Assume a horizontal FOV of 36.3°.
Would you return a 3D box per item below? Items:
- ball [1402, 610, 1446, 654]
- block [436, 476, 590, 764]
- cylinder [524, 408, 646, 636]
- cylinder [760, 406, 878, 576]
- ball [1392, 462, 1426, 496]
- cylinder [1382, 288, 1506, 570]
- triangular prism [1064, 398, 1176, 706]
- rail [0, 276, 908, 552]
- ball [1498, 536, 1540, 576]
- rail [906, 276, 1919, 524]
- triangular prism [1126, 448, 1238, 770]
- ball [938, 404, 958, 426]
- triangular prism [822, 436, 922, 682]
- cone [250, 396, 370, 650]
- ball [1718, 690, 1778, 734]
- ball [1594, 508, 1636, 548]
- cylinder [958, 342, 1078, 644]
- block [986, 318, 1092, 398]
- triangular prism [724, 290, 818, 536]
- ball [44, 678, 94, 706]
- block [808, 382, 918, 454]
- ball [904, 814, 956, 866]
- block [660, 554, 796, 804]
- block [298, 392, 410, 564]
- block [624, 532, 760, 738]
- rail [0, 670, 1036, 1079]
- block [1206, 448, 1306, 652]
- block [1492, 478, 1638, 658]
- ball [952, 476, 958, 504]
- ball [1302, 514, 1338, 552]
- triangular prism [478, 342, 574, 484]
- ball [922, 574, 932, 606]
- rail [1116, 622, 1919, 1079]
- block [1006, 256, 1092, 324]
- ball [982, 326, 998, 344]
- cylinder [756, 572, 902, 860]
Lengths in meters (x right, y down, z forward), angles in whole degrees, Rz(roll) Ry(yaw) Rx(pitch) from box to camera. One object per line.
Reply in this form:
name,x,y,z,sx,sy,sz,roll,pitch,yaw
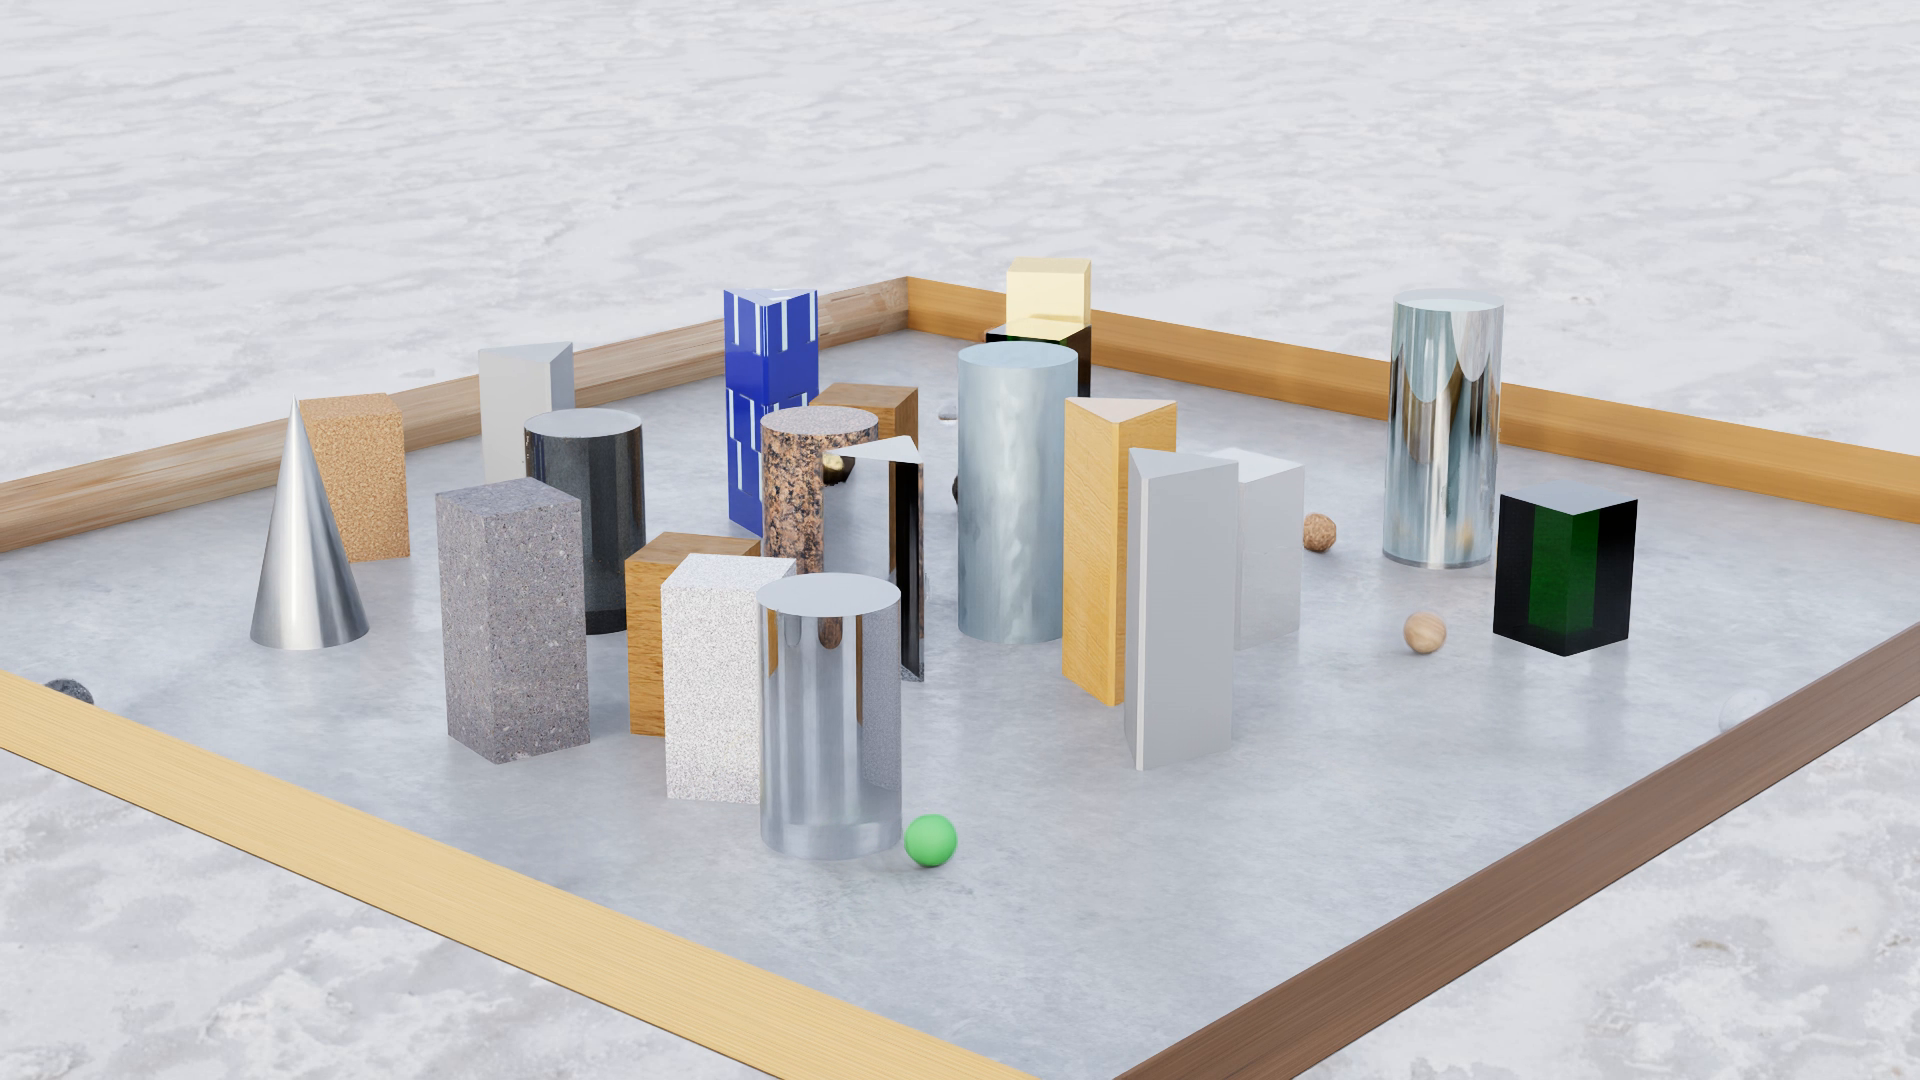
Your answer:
ball,0.765,0.151,4.829,0.071,0.071,0.071,0,17,0
block,-0.670,0.119,4.397,0.158,0.382,0.158,-12,20,-34
cylinder,-0.632,-0.033,4.968,0.198,0.343,0.198,0,17,0
cylinder,-0.235,-0.034,4.964,0.198,0.348,0.198,0,17,0
ball,0.877,-0.120,5.734,0.068,0.068,0.068,0,17,0
cylinder,0.873,-0.202,5.303,0.198,0.474,0.198,0,17,0
triangular prism,0.227,0.009,4.631,0.149,0.458,0.172,12,21,35
rail,-1.108,-0.245,6.041,0.045,0.129,3.040,14,22,39
ball,0.997,0.030,5.231,0.072,0.072,0.072,0,17,0
rail,0.981,-0.294,6.202,2.982,0.129,0.045,14,22,39
triangular prism,0.295,0.095,4.365,0.172,0.447,0.149,-11,20,-32
ball,-0.023,-0.266,6.258,0.046,0.046,0.046,0,17,0
triangular prism,-0.113,0.025,4.741,0.172,0.364,0.149,6,18,20
cone,-1.096,-0.045,4.885,0.198,0.415,0.198,0,17,0
ball,1.184,0.271,4.387,0.095,0.095,0.095,0,17,0
ball,1.205,-0.022,5.397,0.075,0.075,0.075,0,17,0
cylinder,0.095,-0.081,4.905,0.198,0.471,0.198,0,17,0
block,0.157,-0.276,5.852,0.158,0.299,0.158,8,18,24
triangular prism,-0.375,-0.244,5.493,0.149,0.445,0.172,10,19,29
ball,-1.359,0.256,4.442,0.093,0.093,0.093,0,17,0
block,-0.172,-0.115,5.310,0.158,0.303,0.158,4,17,14
ball,-0.041,0.407,3.978,0.072,0.072,0.072,0,17,0
block,-0.329,0.199,4.236,0.158,0.321,0.158,3,17,10
block,-1.106,-0.113,5.356,0.158,0.272,0.158,-6,18,-21
block,-0.404,0.148,4.485,0.158,0.276,0.158,5,17,16
rail,-0.981,0.358,4.038,2.982,0.129,0.045,14,22,39
block,0.461,0.013,4.909,0.158,0.289,0.158,16,23,42
block,1.007,0.044,4.885,0.158,0.243,0.158,-12,21,-35
ball,0.029,-0.097,5.624,0.087,0.087,0.087,0,17,0
ball,0.656,-0.013,5.374,0.071,0.071,0.071,0,17,0
triangular prism,-0.750,-0.159,5.313,0.172,0.385,0.149,12,21,35
ball,-0.084,0.085,5.053,0.069,0.069,0.069,0,17,0
rail,1.108,0.310,4.199,0.045,0.129,3.040,14,22,39
block,0.185,-0.391,6.111,0.158,0.369,0.158,2,17,7
ball,0.082,-0.471,6.909,0.062,0.062,0.062,0,17,0
cylinder,-0.179,0.242,4.045,0.198,0.350,0.198,0,17,0
